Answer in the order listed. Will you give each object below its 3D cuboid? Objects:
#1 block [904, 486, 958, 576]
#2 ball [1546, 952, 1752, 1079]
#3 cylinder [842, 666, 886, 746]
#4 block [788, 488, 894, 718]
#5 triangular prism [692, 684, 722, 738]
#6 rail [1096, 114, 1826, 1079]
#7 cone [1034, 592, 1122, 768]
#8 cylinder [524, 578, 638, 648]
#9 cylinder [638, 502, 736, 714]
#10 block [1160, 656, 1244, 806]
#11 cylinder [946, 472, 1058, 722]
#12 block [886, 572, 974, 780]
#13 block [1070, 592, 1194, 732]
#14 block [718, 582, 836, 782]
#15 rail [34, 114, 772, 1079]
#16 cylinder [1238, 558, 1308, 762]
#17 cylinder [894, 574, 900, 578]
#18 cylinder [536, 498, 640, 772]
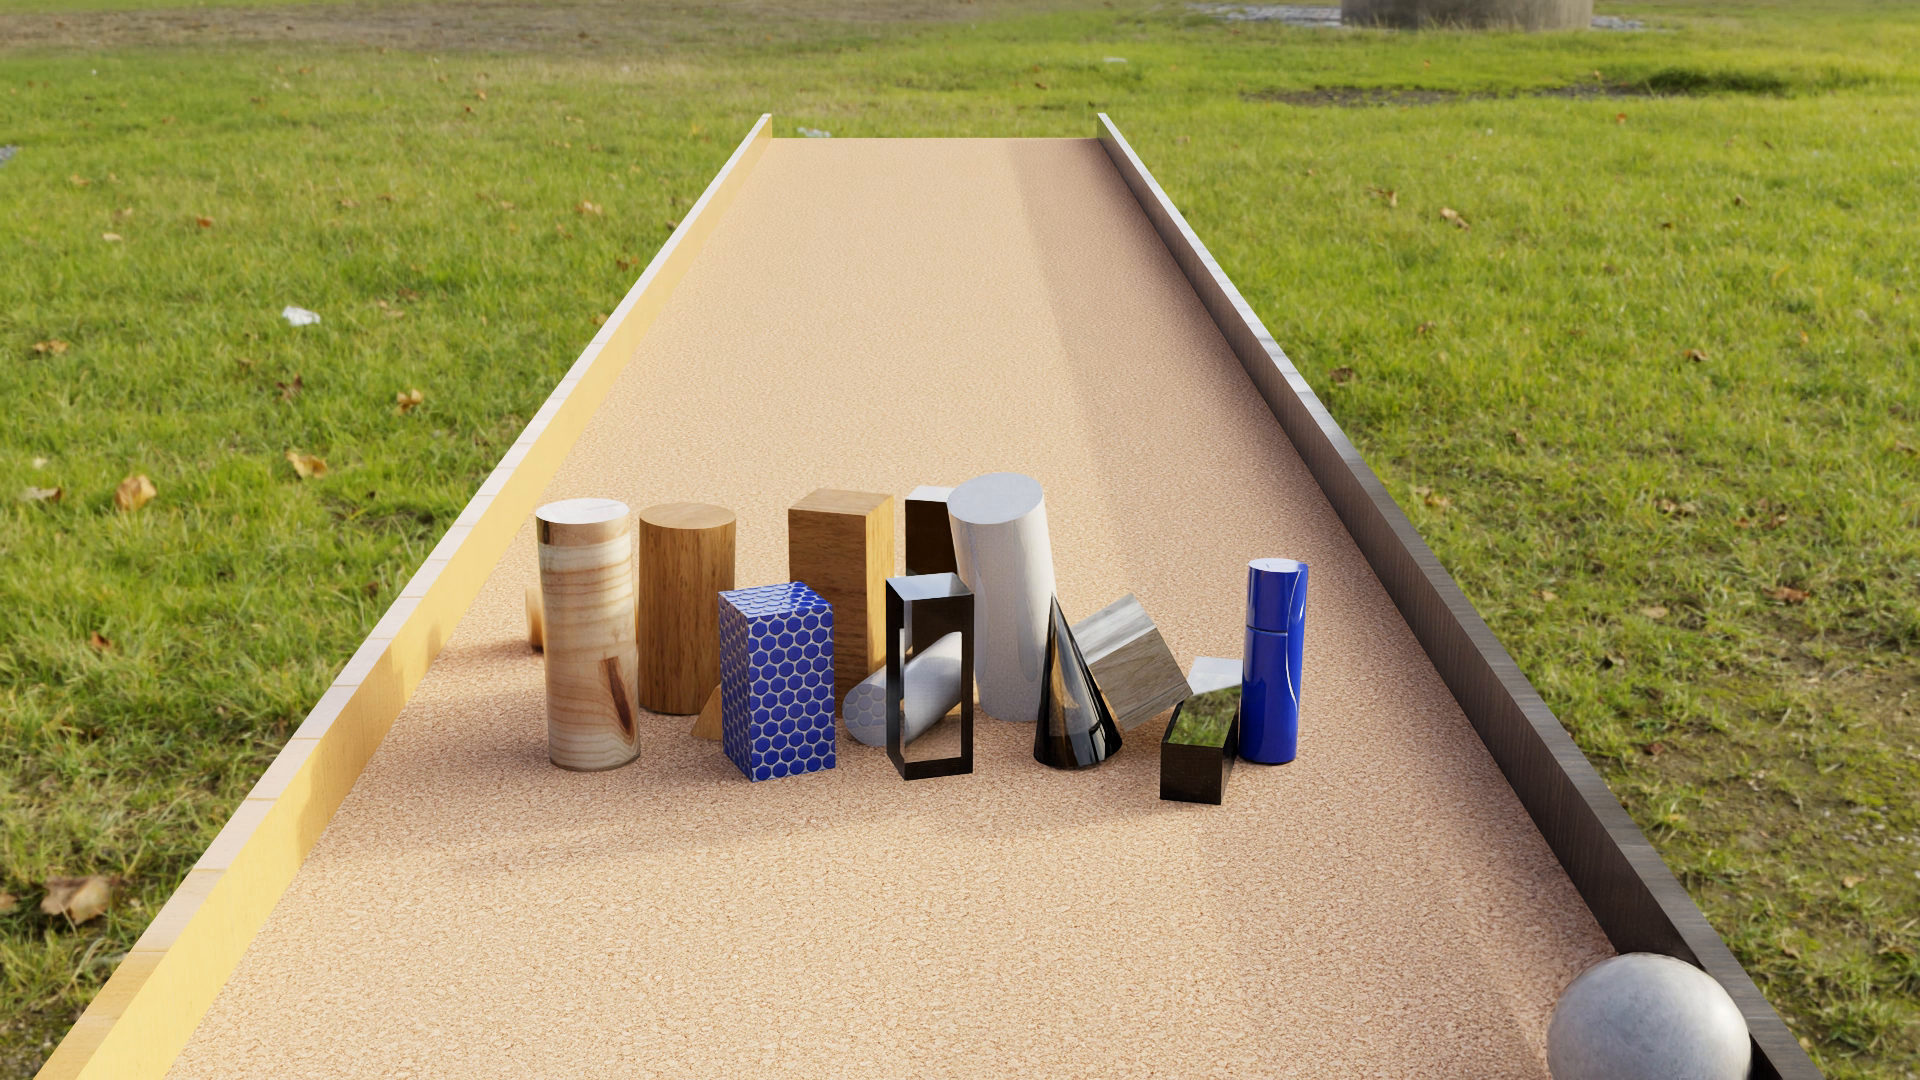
[{"bbox_3d":[-0.044,0.069,4.404,0.106,0.336,0.106,4,17,14],"label":"block"},{"bbox_3d":[0.842,0.628,2.692,0.242,0.242,0.242,0,17,0],"label":"ball"},{"bbox_3d":[-0.085,0.268,4.116,0.120,0.120,0.364,7,18,23],"label":"cylinder"},{"bbox_3d":[-0.219,0.120,4.125,0.152,0.399,0.152,5,17,17],"label":"block"},{"bbox_3d":[-0.369,0.254,4.190,0.114,0.099,0.442,5,17,18],"label":"triangular prism"},{"bbox_3d":[0.932,-0.844,7.801,0.050,0.150,12.000,0,17,-1],"label":"rail"},{"bbox_3d":[0.185,0.229,3.885,0.161,0.303,0.161,-9,17,3],"label":"cone"},{"bbox_3d":[-0.690,0.143,4.530,0.393,0.123,0.123,-5,17,-15],"label":"cylinder"},{"bbox_3d":[-0.516,0.127,4.151,0.179,0.361,0.179,3,16,-1],"label":"cylinder"},{"bbox_3d":[0.442,0.333,3.922,0.105,0.105,0.444,4,17,13],"label":"block"},{"bbox_3d":[0.092,0.108,4.041,0.174,0.437,0.174,-7,32,4],"label":"cylinder"},{"bbox_3d":[-0.054,0.238,3.843,0.124,0.331,0.124,-5,18,-16],"label":"block"},{"bbox_3d":[0.312,0.221,4.061,0.139,0.139,0.371,-30,8,2],"label":"block"},{"bbox_3d":[-0.322,0.247,3.867,0.155,0.302,0.155,-8,18,-24],"label":"block"},{"bbox_3d":[-1.118,-0.838,7.780,0.050,0.150,12.000,0,17,-1],"label":"rail"},{"bbox_3d":[0.553,0.213,3.893,0.104,0.346,0.104,1,13,0],"label":"cylinder"},{"bbox_3d":[-0.183,0.177,4.387,0.140,0.140,0.303,4,17,13],"label":"cylinder"},{"bbox_3d":[-0.652,0.167,3.868,0.161,0.454,0.161,0,17,0],"label":"cylinder"}]
